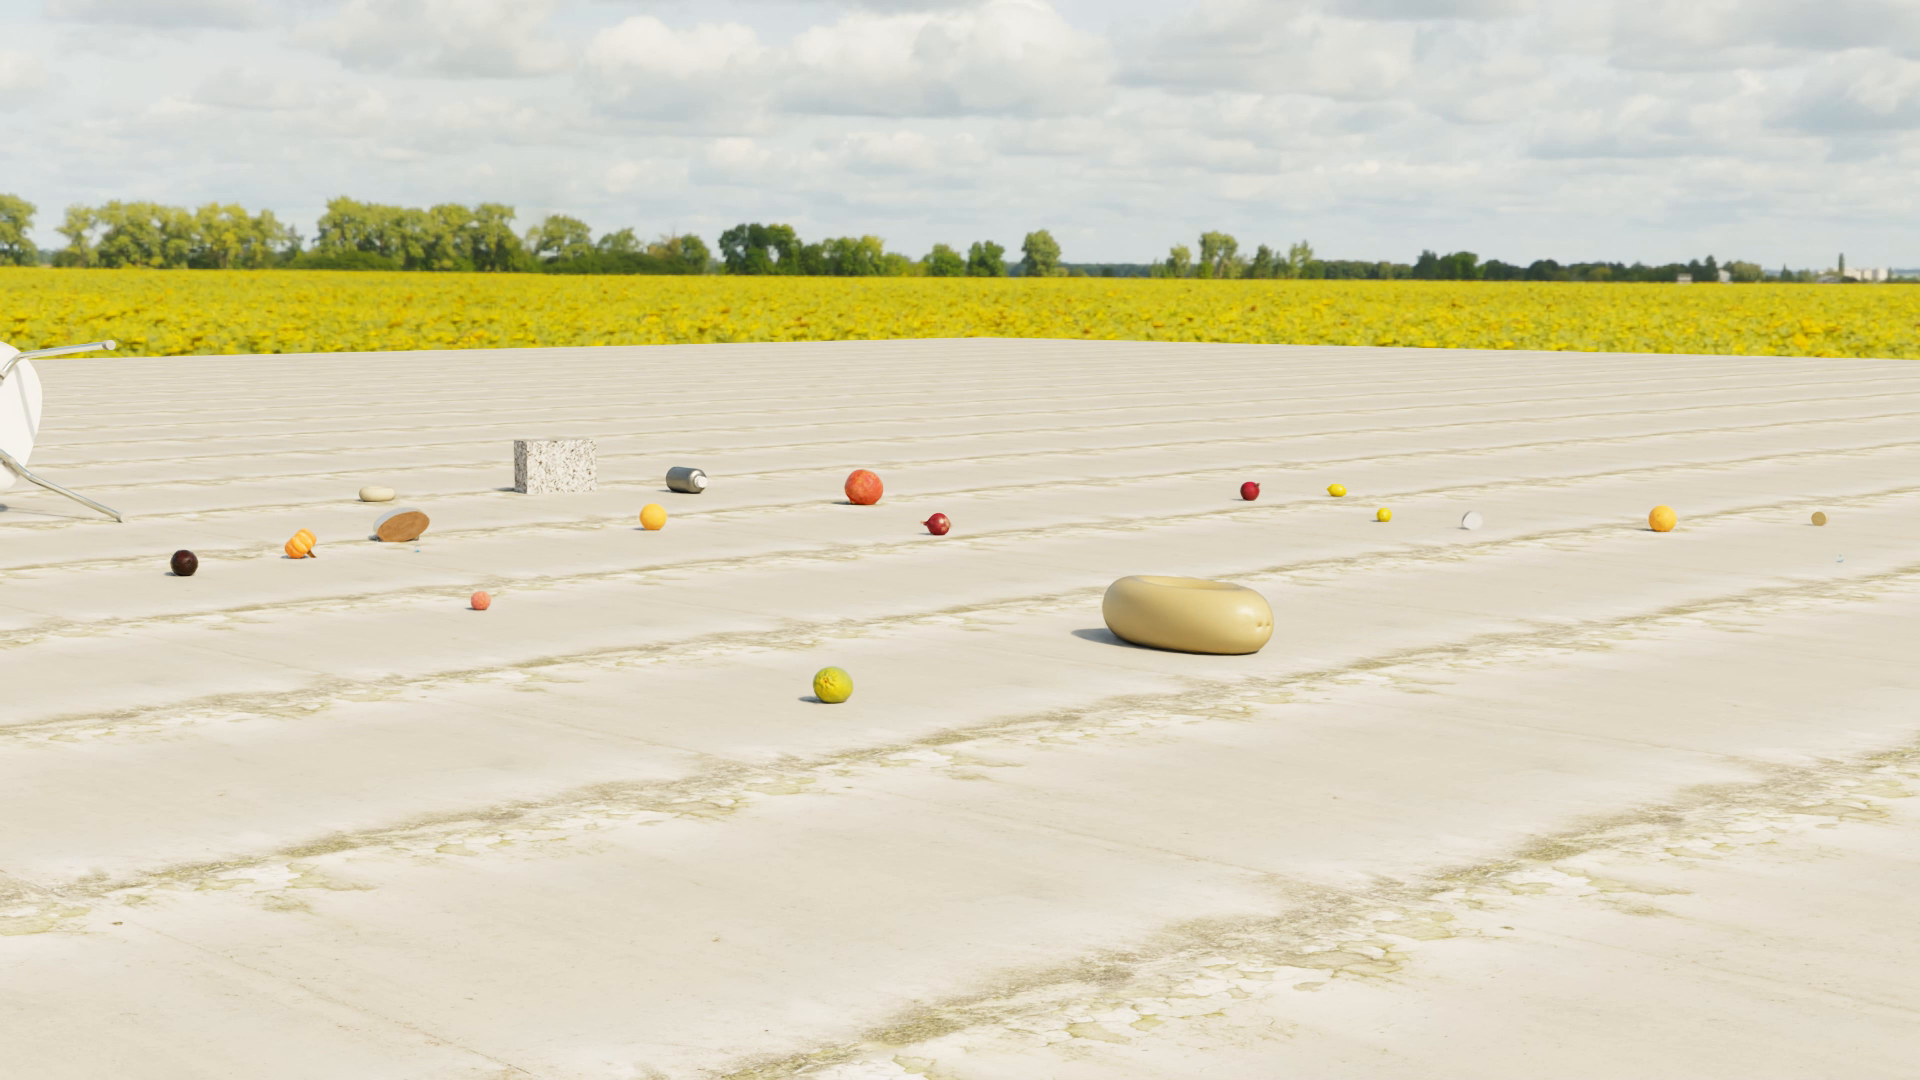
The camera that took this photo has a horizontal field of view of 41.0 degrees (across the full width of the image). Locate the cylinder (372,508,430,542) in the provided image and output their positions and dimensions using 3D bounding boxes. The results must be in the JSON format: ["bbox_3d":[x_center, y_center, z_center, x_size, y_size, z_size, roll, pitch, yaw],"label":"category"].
[{"bbox_3d":[-1.399,-0.038,6.419,0.131,0.069,0.133,-19,11,-15],"label":"cylinder"}]

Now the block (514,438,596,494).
[{"bbox_3d":[-1.238,-0.228,7.848,0.221,0.158,0.117,-3,7,-29],"label":"block"}]

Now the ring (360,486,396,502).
[{"bbox_3d":[-1.710,-0.135,7.531,0.103,0.040,0.116,3,6,17],"label":"ring"}]

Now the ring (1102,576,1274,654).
[{"bbox_3d":[0.404,0.133,4.584,0.207,0.114,0.380,-3,7,-40],"label":"ring"}]
